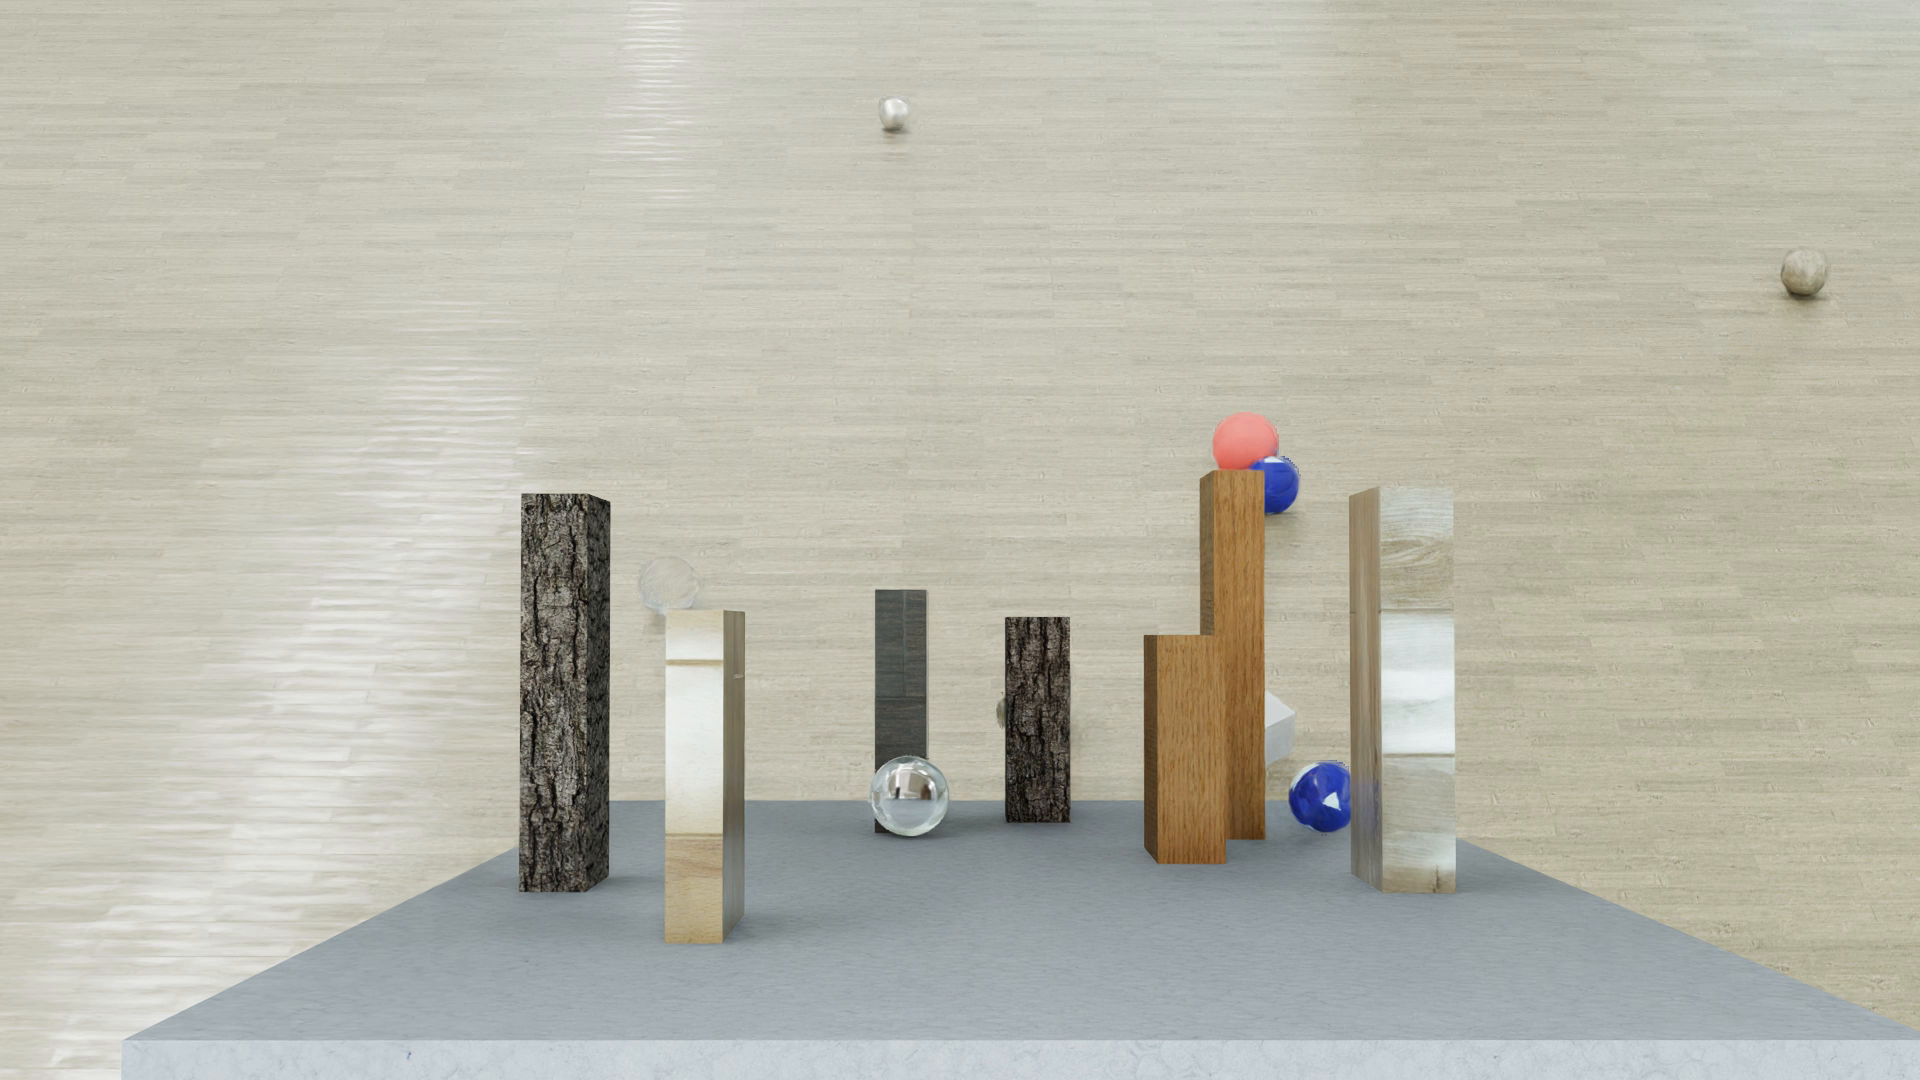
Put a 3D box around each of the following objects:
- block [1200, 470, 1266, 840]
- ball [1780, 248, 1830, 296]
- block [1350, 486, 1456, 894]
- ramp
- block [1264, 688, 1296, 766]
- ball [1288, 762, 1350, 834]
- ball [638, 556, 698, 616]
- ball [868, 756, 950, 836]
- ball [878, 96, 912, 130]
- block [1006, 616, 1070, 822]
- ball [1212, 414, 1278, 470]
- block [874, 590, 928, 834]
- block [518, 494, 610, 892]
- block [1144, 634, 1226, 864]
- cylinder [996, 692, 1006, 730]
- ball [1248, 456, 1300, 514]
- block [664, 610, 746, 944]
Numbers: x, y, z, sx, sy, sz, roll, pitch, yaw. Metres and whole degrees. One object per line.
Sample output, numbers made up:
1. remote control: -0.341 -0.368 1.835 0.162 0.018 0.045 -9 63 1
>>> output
1. block: 0.602 0.252 5.763 0.108 0.795 0.332 0 -2 0
2. ball: 2.971 -0.941 9.139 0.164 0.164 0.164 0 35 0
3. block: 0.786 0.261 4.642 0.125 0.699 0.361 0 -2 0
4. ramp: 0.078 0.669 4.853 2.000 0.100 4.000 0 -2 0
5. block: 0.812 0.518 7.106 0.142 0.142 0.142 -22 41 -28
6. ball: 0.785 0.555 5.602 0.154 0.154 0.154 0 35 0
7. ball: -0.854 0.133 7.618 0.176 0.176 0.176 0 35 0
8. ball: -0.111 0.559 5.673 0.175 0.175 0.175 0 35 0
9. ball: -0.257 -1.678 10.203 0.130 0.130 0.130 0 35 0
10. block: 0.184 0.424 6.199 0.148 0.481 0.243 0 -2 0
11. ball: 0.899 -0.292 8.191 0.205 0.205 0.205 0 35 0
12. block: -0.132 0.387 5.986 0.115 0.540 0.439 0 -2 0
13. block: -0.701 0.268 4.627 0.115 0.686 0.298 0 -2 0
14. block: 0.447 0.410 5.197 0.131 0.440 0.372 0 -2 0
15. cylinder: 0.204 0.444 7.193 0.162 0.162 0.162 11 37 15
16. ball: 0.962 -0.169 8.041 0.177 0.177 0.177 0 35 0
17. block: -0.384 0.347 3.941 0.082 0.480 0.385 0 -2 0
